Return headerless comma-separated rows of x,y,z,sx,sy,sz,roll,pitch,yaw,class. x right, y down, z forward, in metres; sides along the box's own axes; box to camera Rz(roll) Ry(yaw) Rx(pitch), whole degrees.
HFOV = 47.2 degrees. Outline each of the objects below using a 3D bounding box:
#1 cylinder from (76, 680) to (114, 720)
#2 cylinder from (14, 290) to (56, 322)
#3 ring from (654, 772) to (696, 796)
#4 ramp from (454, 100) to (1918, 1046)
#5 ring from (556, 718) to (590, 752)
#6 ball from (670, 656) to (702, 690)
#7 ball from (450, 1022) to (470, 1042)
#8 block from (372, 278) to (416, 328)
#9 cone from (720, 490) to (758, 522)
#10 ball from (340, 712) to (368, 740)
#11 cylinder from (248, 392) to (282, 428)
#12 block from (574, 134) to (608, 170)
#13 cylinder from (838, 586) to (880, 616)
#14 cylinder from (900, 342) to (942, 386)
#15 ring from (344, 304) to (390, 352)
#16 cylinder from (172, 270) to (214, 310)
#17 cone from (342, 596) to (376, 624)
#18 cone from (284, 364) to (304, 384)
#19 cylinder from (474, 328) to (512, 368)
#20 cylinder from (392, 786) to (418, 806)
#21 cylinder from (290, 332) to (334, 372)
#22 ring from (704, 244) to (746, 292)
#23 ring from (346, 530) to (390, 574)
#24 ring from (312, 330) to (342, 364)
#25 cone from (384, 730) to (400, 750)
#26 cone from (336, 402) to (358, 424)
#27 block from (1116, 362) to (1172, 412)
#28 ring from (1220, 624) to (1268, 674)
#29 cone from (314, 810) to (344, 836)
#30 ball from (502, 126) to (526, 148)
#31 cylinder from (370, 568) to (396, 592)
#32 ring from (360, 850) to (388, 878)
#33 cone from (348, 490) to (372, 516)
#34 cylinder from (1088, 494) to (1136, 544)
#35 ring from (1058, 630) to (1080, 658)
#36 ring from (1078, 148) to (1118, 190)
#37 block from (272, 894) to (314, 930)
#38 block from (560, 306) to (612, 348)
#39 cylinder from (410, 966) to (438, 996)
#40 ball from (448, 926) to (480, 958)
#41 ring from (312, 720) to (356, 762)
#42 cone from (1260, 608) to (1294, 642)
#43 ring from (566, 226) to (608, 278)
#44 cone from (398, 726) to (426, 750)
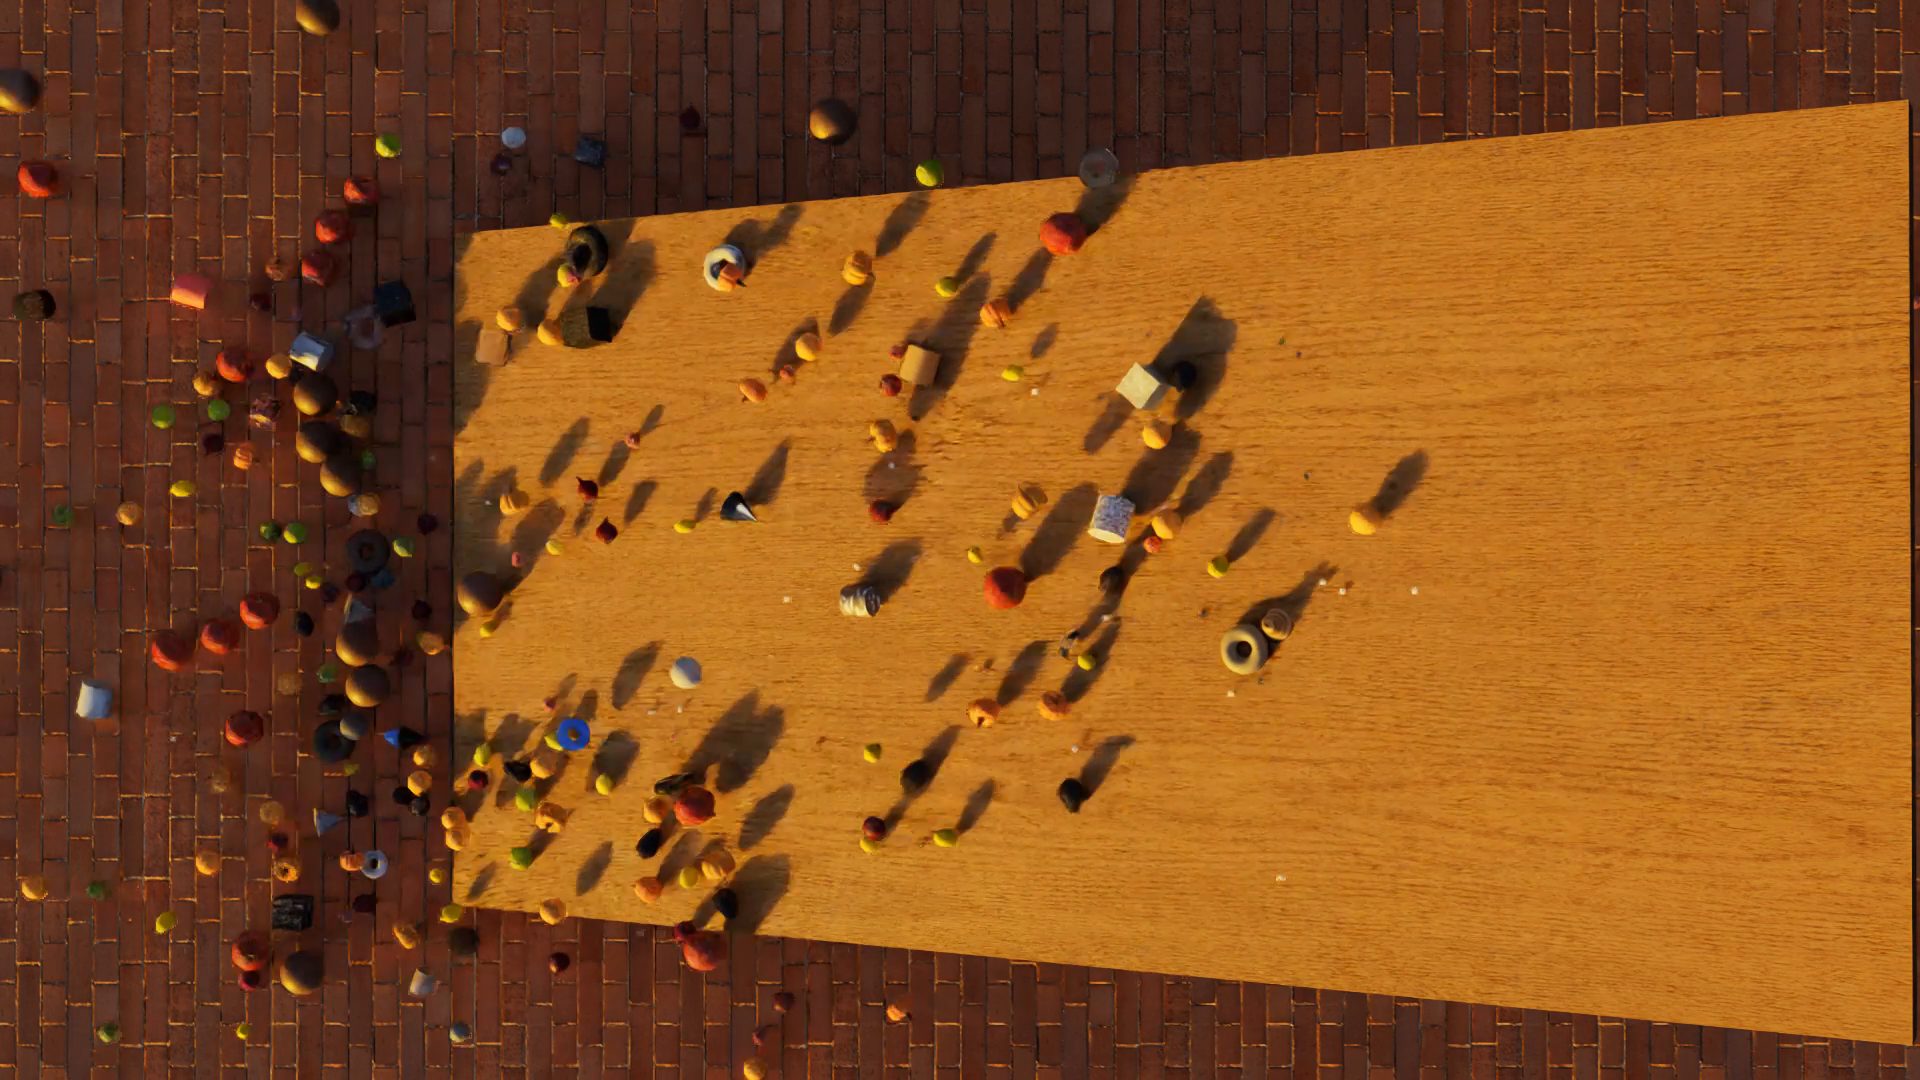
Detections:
-2.588,0.478,6.584,0.093,0.093,0.093,14,95,0,cylinder
-2.769,-0.699,6.578,0.083,0.083,0.083,6,105,21,cylinder
-0.789,0.674,6.077,0.118,0.118,0.039,-16,93,0,ring
0.275,0.077,5.646,4.000,0.100,2.000,0,89,28,ramp
-1.096,0.552,6.238,0.097,0.032,0.097,6,71,-17,ring
-0.723,0.352,5.820,0.085,0.085,0.085,0,89,0,ball
-1.501,1.475,6.596,0.062,0.062,0.062,0,89,0,ball
-1.690,-0.707,6.574,0.093,0.093,0.093,-16,69,-7,block
-0.591,-0.072,6.017,0.097,0.097,0.097,28,89,13,cone
-1.811,0.557,6.571,0.083,0.083,0.083,0,89,0,ball
-2.081,-0.389,6.594,0.077,0.077,0.077,14,62,0,cylinder
-1.111,-1.166,6.617,0.075,0.075,0.075,19,89,0,block
-0.266,0.161,5.835,0.080,0.080,0.080,0,89,28,cylinder
-0.102,-0.459,5.745,0.091,0.091,0.091,18,101,0,cylinder
-1.788,-0.640,6.626,0.143,0.048,0.143,0,91,0,ring
-2.299,-0.749,6.588,0.093,0.093,0.093,17,89,-11,cylinder
-1.800,0.219,6.619,0.090,0.090,0.090,14,89,-26,cone
-2.016,-0.499,6.610,0.058,0.058,0.058,0,91,21,cone
-1.365,-0.561,6.424,0.096,0.096,0.096,12,94,0,cylinder
-1.662,0.766,6.592,0.057,0.057,0.057,7,78,-36,cylinder
-1.932,-0.561,6.552,0.091,0.091,0.091,28,89,3,cylinder
-0.650,-0.753,6.074,0.131,0.044,0.131,0,90,28,ring
-1.784,0.036,6.619,0.137,0.046,0.137,0,89,2,ring
-1.919,-0.579,6.631,0.106,0.035,0.106,0,88,-1,ring
-1.693,0.607,6.594,0.054,0.054,0.054,-26,52,0,cone
-1.852,-0.385,6.612,0.068,0.068,0.068,0,89,0,cone
0.457,-0.378,5.448,0.084,0.084,0.084,44,109,22,block
0.691,0.265,5.339,0.123,0.041,0.123,0,90,30,ring
-1.892,0.842,6.615,0.082,0.082,0.082,-9,89,-27,cone
-1.339,-1.208,6.596,0.067,0.067,0.067,0,89,0,ball
-1.732,0.119,6.604,0.053,0.053,0.053,40,64,0,cylinder
-1.764,0.975,6.618,0.086,0.029,0.086,0,91,4,ring
-1.812,-0.113,6.605,0.078,0.078,0.078,0,89,0,cone
0.378,-0.052,5.466,0.094,0.094,0.094,18,75,0,cylinder
0.274,0.262,5.537,0.026,0.078,0.078,33,89,25,ring
0.348,-0.934,5.540,0.108,0.036,0.108,-2,87,32,ring
-1.998,1.114,6.583,0.092,0.092,0.092,3,89,2,block
-1.067,-0.606,6.267,0.097,0.097,0.097,-10,85,28,block
-1.588,1.308,6.516,0.068,0.068,0.068,19,95,0,cylinder
-1.486,1.203,6.583,0.093,0.093,0.093,0,89,0,ball
-1.883,0.606,6.613,0.129,0.043,0.129,0,84,-2,ring
0.746,0.205,5.285,0.085,0.085,0.085,0,89,28,cone
-1.066,-0.825,6.285,0.147,0.049,0.147,9,106,31,ring
-1.632,0.593,6.591,0.071,0.071,0.071,-4,89,18,cone
